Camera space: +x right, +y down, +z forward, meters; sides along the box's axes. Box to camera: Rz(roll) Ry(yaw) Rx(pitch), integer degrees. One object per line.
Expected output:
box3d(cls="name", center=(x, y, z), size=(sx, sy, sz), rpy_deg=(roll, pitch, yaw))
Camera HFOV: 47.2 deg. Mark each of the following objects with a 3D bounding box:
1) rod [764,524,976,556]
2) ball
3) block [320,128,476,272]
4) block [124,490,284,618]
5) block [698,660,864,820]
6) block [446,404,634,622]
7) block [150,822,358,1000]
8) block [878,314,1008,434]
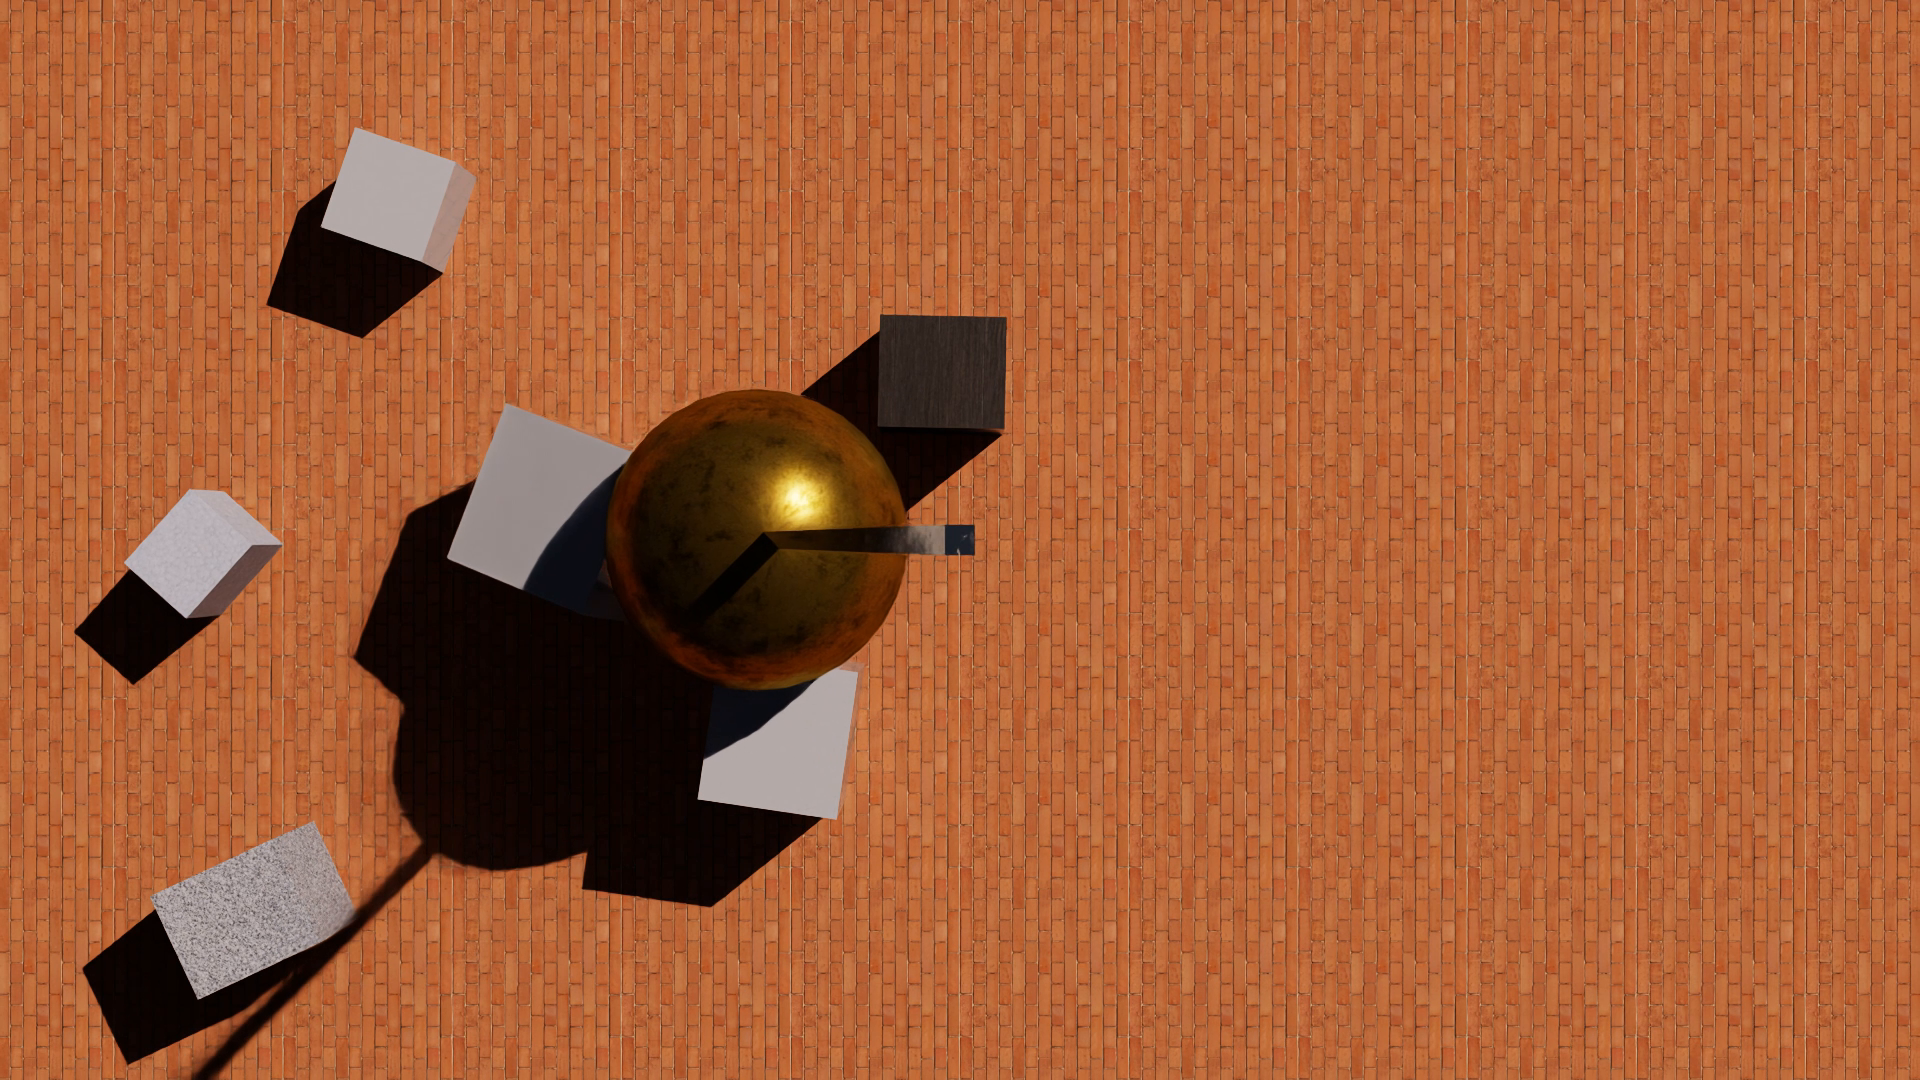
box3d(cls="rod", center=(-0.465, 0.000, 8.296), size=(0.080, 5.200, 0.080), rpy_deg=(0, 90, -10))
box3d(cls="ball", center=(-1.073, 0.000, 11.641), size=(1.600, 1.600, 1.600), rpy_deg=(0, 90, 0))
box3d(cls="block", center=(-3.239, -1.958, 12.730), size=(0.604, 0.541, 0.598), rpy_deg=(19, 90, 0))
box3d(cls="block", center=(-4.361, 0.078, 12.710), size=(0.473, 0.581, 0.559), rpy_deg=(42, 90, 0))
box3d(cls="block", center=(-1.003, 1.079, 12.556), size=(0.774, 0.888, 0.820), rpy_deg=(8, 90, 0))
box3d(cls="block", center=(-2.157, -0.129, 12.450), size=(0.895, 0.878, 0.919), rpy_deg=(21, 90, 17))
box3d(cls="block", center=(-4.029, 2.109, 12.616), size=(0.760, 0.769, 0.635), rpy_deg=(-25, 90, 0))
box3d(cls="block", center=(-0.099, -0.941, 12.649), size=(0.711, 0.703, 0.627), rpy_deg=(1, 90, 0))
